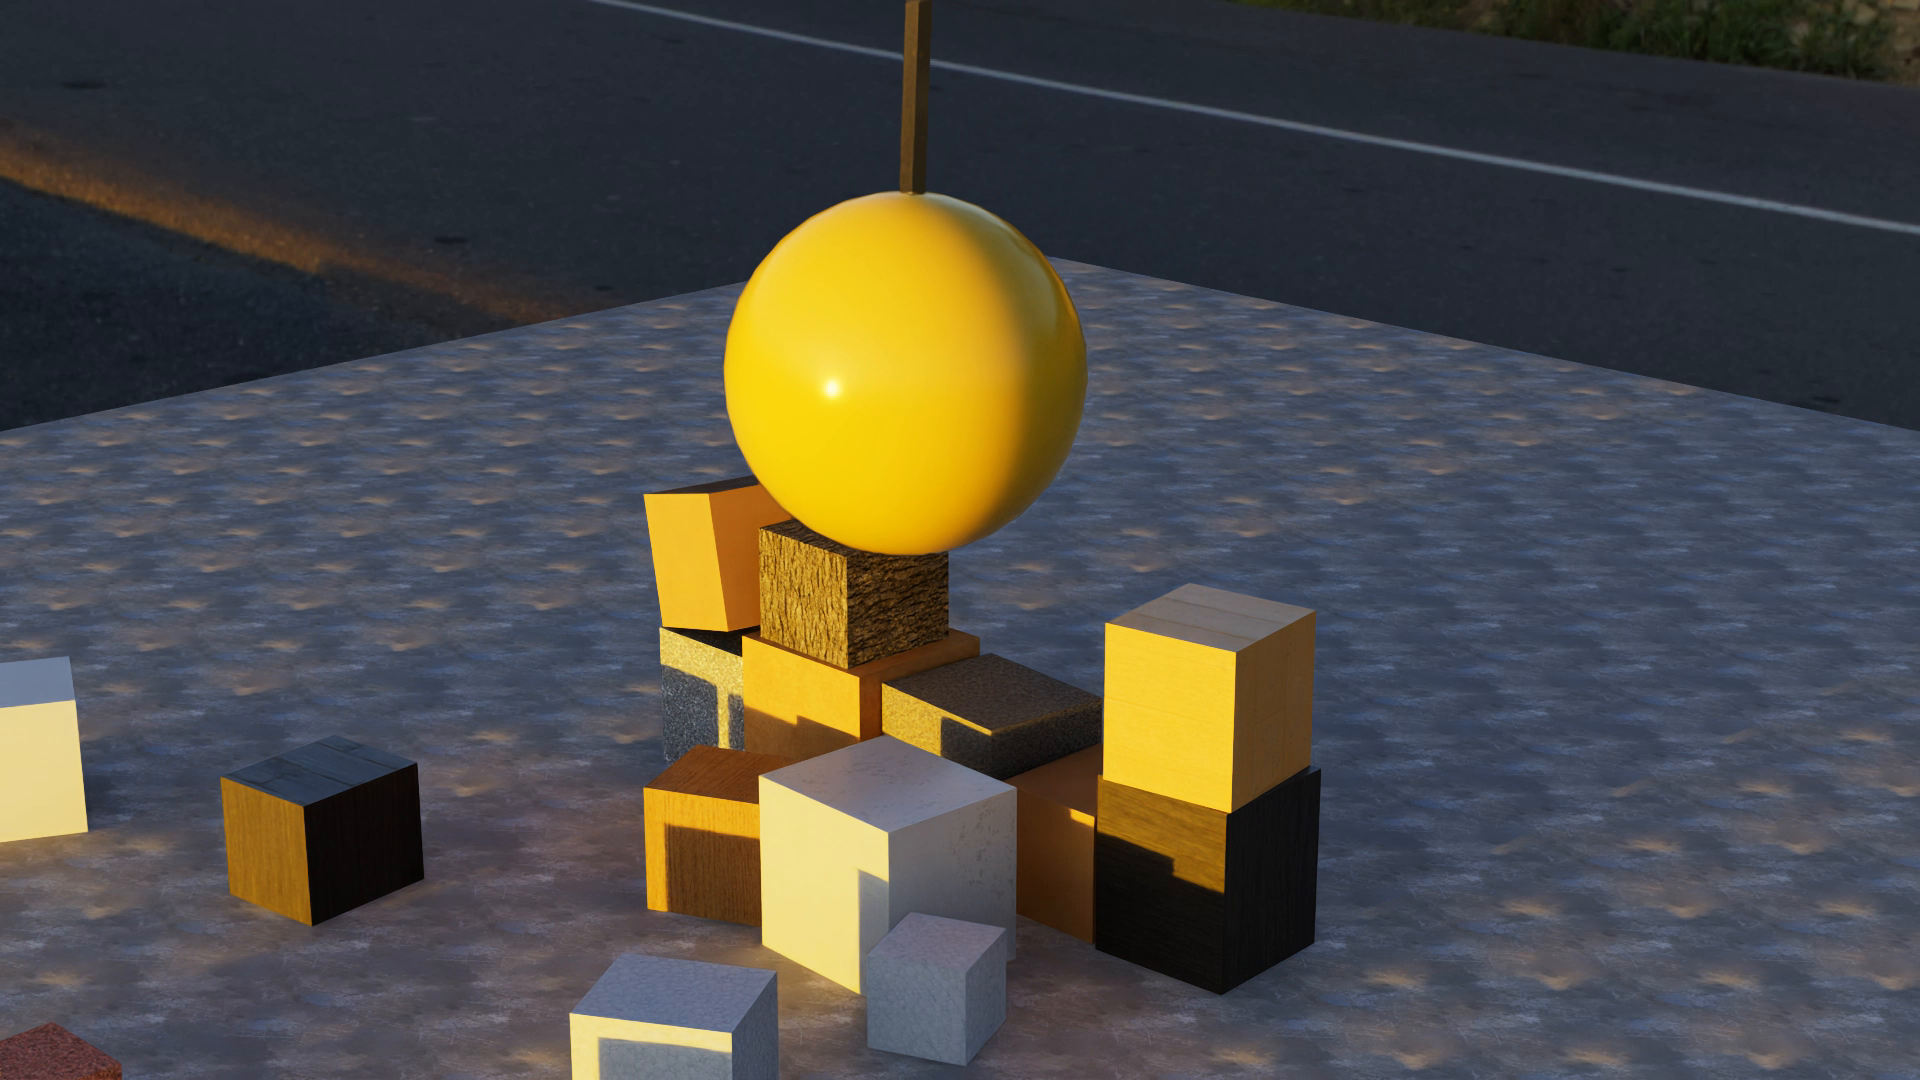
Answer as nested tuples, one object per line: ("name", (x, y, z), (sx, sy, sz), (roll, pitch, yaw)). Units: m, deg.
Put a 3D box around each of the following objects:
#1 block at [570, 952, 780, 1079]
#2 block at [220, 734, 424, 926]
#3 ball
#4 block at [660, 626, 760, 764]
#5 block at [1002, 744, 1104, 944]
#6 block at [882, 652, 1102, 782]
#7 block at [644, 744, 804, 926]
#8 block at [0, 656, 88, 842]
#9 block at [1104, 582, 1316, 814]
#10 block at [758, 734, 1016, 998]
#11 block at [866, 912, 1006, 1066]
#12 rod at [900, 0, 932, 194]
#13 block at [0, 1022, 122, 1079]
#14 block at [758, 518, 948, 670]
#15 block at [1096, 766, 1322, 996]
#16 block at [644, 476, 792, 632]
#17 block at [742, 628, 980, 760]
("block", (-1.065, 1.976, 11.052), (0.627, 0.602, 0.533), (5, 18, 14))
("block", (-2.875, 1.303, 13.249), (0.564, 0.570, 0.657), (13, 22, 36))
("ball", (-0.238, -0.729, 12.863), (1.600, 1.600, 1.600), (0, 17, 0))
("block", (-1.029, 0.786, 14.649), (0.611, 0.716, 0.700), (-17, 24, -42))
("block", (0.606, 1.343, 13.077), (0.565, 0.596, 0.660), (16, 24, 42))
("block", (0.144, 1.075, 13.576), (0.659, 0.808, 0.789), (-14, 22, -37))
("block", (-1.038, 1.321, 13.171), (0.557, 0.582, 0.553), (6, 19, 19))
("block", (-4.623, 1.015, 14.006), (0.793, 0.666, 0.646), (-6, 18, -18))
("block", (1.053, 0.654, 12.373), (0.627, 0.700, 0.657), (12, 21, 34))
("block", (-0.309, 1.402, 12.562), (0.721, 0.792, 0.841), (-15, 23, -40))
("block", (-0.091, 1.815, 11.888), (0.426, 0.409, 0.446), (7, 19, 21))
("rod", (-0.103, -4.008, 11.974), (0.080, 5.200, 0.080), (17, 21, 42))
("block", (-3.370, 2.133, 10.734), (0.478, 0.494, 0.432), (16, 23, 41))
("block", (-0.502, 0.204, 13.900), (0.640, 0.544, 0.627), (-16, 23, -41))
("block", (1.065, 1.374, 12.610), (0.675, 0.817, 0.680), (15, 23, 39))
("block", (-1.066, 0.052, 14.432), (0.649, 0.665, 0.695), (-11, 6, -32))
("block", (-0.473, 0.874, 14.120), (0.787, 0.866, 0.817), (-17, 24, -42))
